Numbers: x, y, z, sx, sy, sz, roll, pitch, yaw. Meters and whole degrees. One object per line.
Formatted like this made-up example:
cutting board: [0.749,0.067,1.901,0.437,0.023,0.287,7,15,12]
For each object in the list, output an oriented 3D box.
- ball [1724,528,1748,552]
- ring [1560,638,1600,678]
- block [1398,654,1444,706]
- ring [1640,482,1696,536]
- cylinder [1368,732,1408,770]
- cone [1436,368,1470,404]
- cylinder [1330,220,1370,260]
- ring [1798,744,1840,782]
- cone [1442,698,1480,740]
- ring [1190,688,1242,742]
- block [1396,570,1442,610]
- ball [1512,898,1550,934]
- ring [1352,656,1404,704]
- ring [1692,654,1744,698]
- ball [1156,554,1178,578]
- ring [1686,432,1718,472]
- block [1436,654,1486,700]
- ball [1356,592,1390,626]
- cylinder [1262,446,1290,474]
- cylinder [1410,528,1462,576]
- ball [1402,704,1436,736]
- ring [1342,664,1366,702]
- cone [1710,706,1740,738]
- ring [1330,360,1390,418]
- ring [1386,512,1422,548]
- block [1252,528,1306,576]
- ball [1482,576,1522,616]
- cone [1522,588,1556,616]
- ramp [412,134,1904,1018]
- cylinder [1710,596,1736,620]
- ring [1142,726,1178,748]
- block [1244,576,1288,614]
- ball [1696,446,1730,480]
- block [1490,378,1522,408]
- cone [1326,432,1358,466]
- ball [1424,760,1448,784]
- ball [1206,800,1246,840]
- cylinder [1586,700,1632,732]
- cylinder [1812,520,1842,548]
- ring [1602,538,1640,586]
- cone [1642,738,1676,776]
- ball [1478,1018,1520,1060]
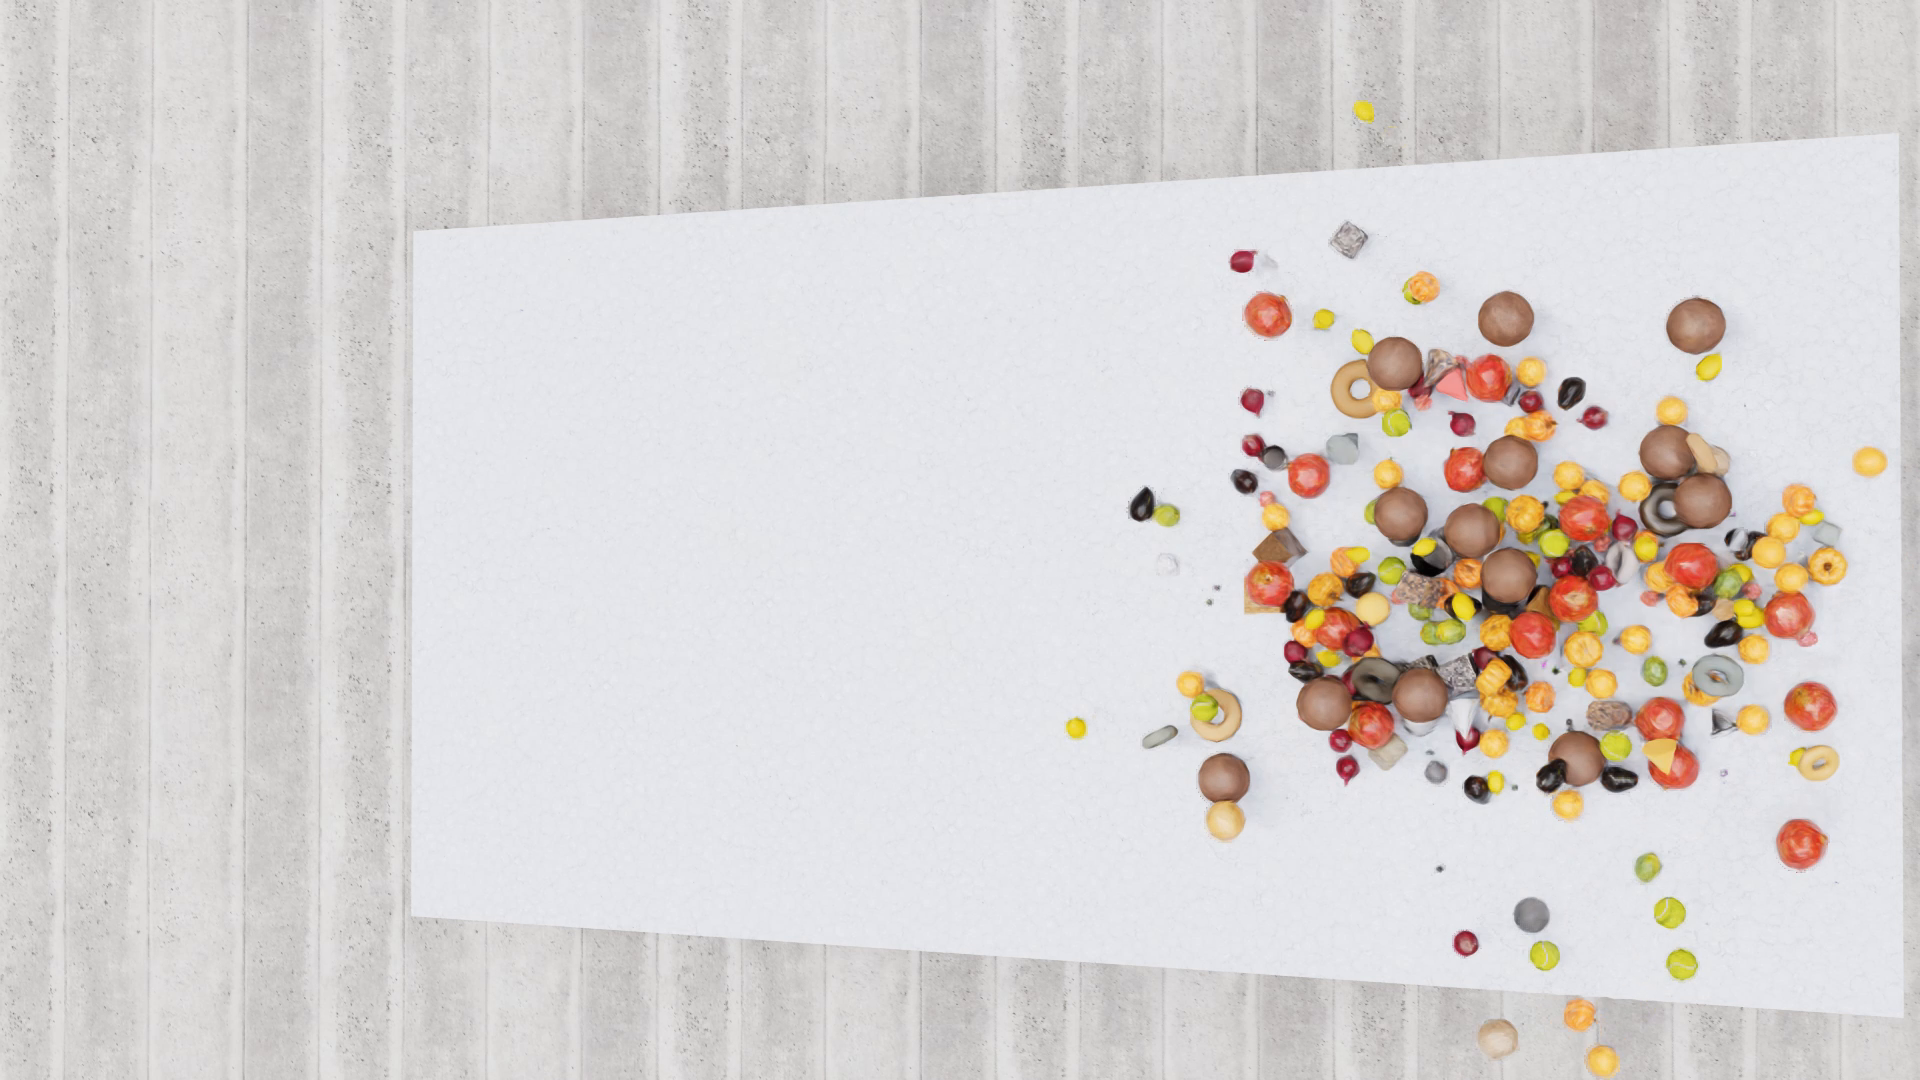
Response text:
ball: [1.771,0.000,5.016,0.053,0.053,0.053,0,89,0]
ring: [1.469,0.281,5.208,0.094,0.031,0.094,0,89,20]
block: [1.113,0.338,5.311,0.092,0.092,0.092,-26,79,18]
ring: [1.648,-0.071,5.125,0.129,0.043,0.129,0,87,6]
cylinder: [1.037,0.512,5.329,0.069,0.069,0.069,-35,89,-22]
cone: [1.191,-0.354,5.250,0.077,0.077,0.077,-37,67,0]
cylinder: [0.955,-0.736,5.395,0.070,0.070,0.070,36,106,0]
ring: [1.953,0.507,4.998,0.094,0.031,0.094,-2,118,-4]
cone: [1.203,0.436,5.260,0.090,0.090,0.090,-3,69,0]
ring: [0.642,0.440,5.521,0.134,0.045,0.134,0,89,20]
block: [1.092,0.119,5.231,0.071,0.071,0.071,18,93,41]
ball: [1.356,0.890,5.215,0.086,0.086,0.086,0,89,0]
ring: [1.003,0.337,5.279,0.135,0.135,0.045,41,51,0]
ring: [1.724,0.309,5.000,0.115,0.115,0.038,38,45,0]
ball: [0.525,0.065,5.564,0.057,0.057,0.057,0,89,0]
ring: [1.668,-0.198,4.944,0.033,0.098,0.098,-34,89,15]
block: [1.202,0.327,5.284,0.082,0.082,0.082,-25,80,19]
ball: [1.006,0.168,5.362,0.083,0.083,0.083,0,89,0]
cylinder: [0.783,-0.200,5.462,0.060,0.060,0.060,-3,81,17]
cylinder: [1.144,0.028,5.281,0.092,0.092,0.092,15,118,30]
ball: [1.112,0.435,5.319,0.080,0.080,0.080,0,89,0]
ring: [0.980,0.349,5.394,0.094,0.031,0.094,0,90,30]
cone: [1.751,0.414,5.074,0.068,0.068,0.068,-18,68,0]
ring: [0.983,-0.370,5.397,0.146,0.049,0.146,0,91,22]
ring: [1.081,-0.026,5.364,0.089,0.030,0.089,1,92,24]
block: [0.788,0.030,5.429,0.080,0.080,0.080,52,124,17]
ball: [1.287,0.133,5.230,0.093,0.093,0.093,0,89,0]
cone: [1.354,0.154,5.177,0.069,0.069,0.069,-22,89,42]
ramp: [0.282,0.088,5.743,4.000,0.100,2.000,0,89,21]
cylinder: [1.765,0.159,5.082,0.054,0.054,0.054,0,89,21]
ring: [0.501,0.495,5.525,0.097,0.097,0.032,-26,78,0]
block: [0.758,0.137,5.455,0.090,0.090,0.090,-2,89,21]
ball: [1.741,-0.179,5.083,0.078,0.078,0.078,0,89,0]
block: [1.307,-0.354,5.269,0.051,0.051,0.051,30,100,19]
cone: [0.954,-0.242,5.382,0.087,0.087,0.087,44,51,1]
ball: [1.152,0.562,5.313,0.058,0.058,0.058,0,89,0]
ball: [0.650,0.687,5.384,0.098,0.098,0.098,0,89,0]
cylinder: [1.521,0.411,5.148,0.073,0.073,0.073,3,89,-32]
cylinder: [1.974,-0.013,5.004,0.050,0.050,0.050,17,89,31]
ring: [1.542,0.051,5.131,0.037,0.112,0.112,13,89,-18]
cone: [1.610,0.507,5.032,0.079,0.079,0.079,-22,108,0]
ball: [1.288,1.192,5.260,0.096,0.096,0.096,0,89,0]
